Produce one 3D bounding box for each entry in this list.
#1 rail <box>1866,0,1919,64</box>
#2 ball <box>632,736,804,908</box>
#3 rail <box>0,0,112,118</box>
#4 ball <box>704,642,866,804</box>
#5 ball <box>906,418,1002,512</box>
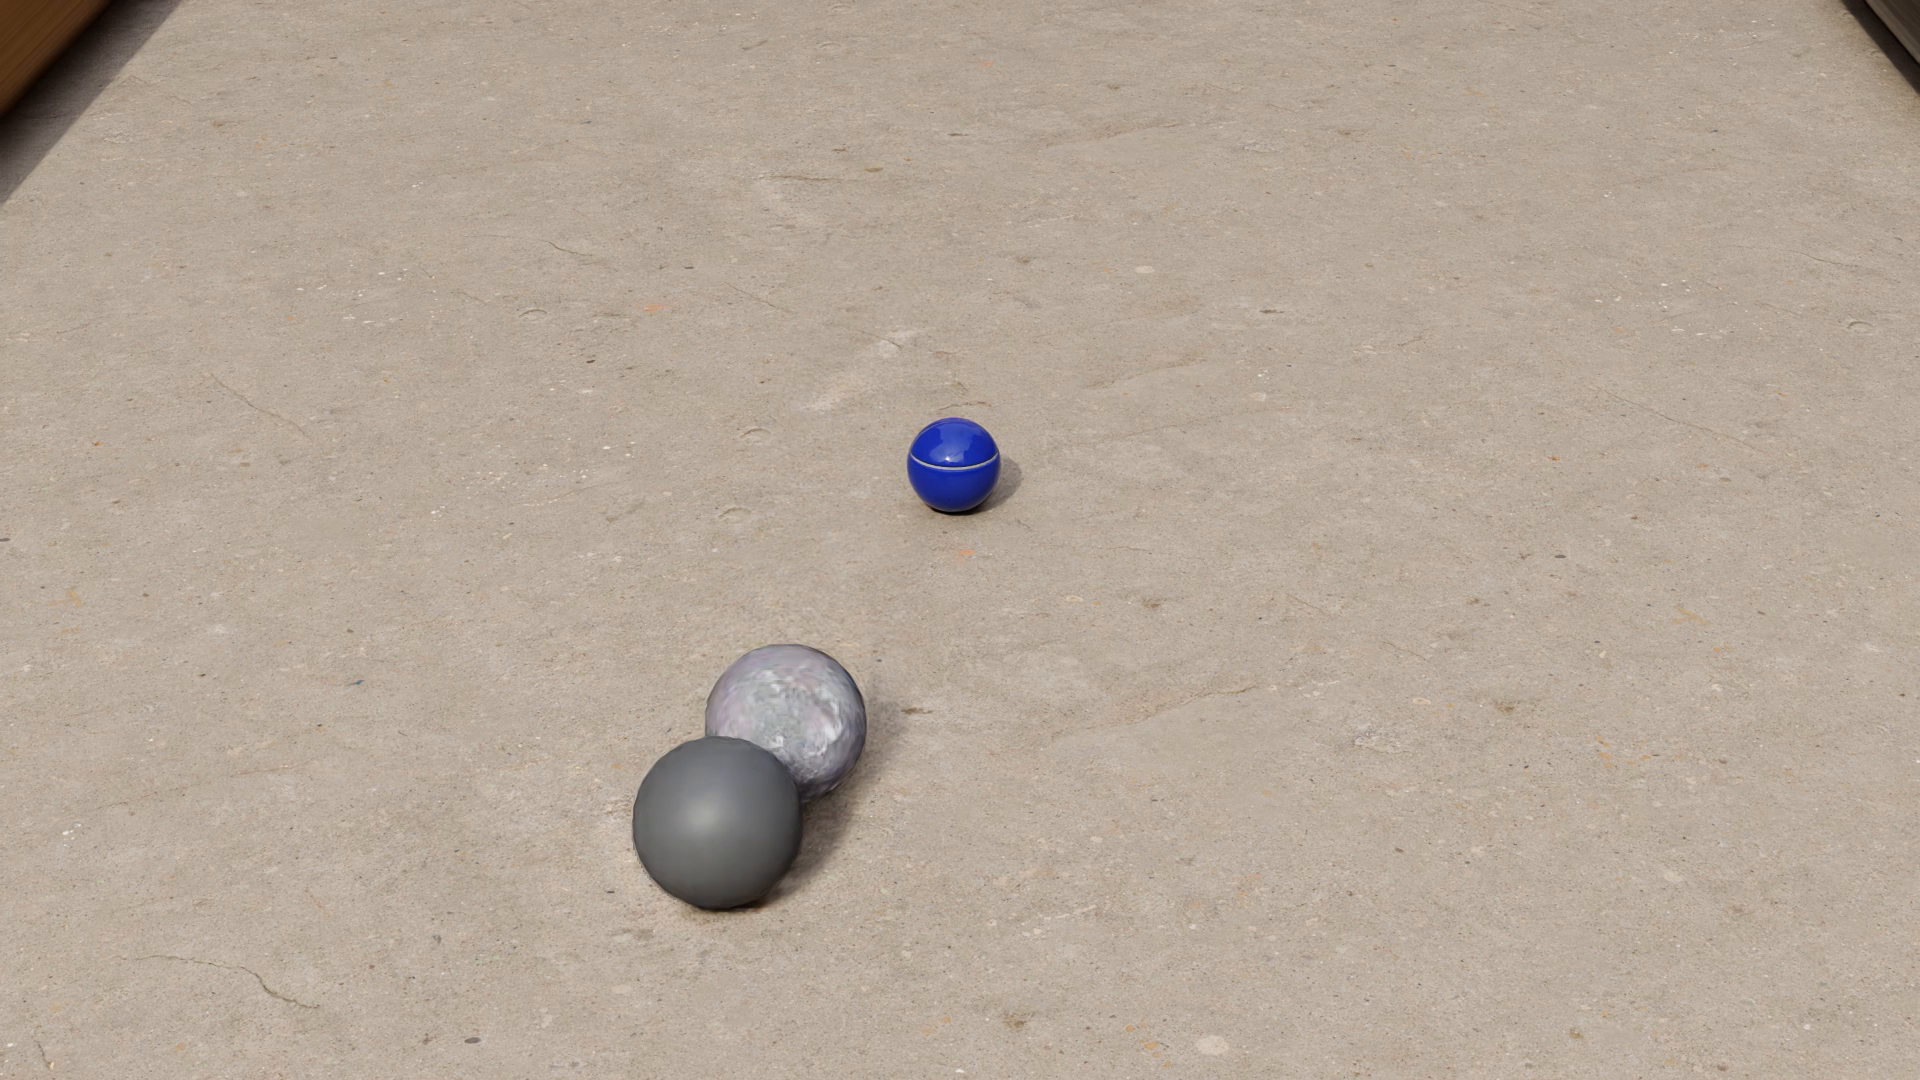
[{"bbox_3d":[0.873,-0.363,2.476,0.045,0.115,3.098,1,27,1],"label":"rail"},{"bbox_3d":[-0.125,0.145,1.517,0.089,0.089,0.089,0,27,0],"label":"ball"},{"bbox_3d":[-0.837,-0.381,2.512,0.045,0.115,3.098,1,27,1],"label":"rail"},{"bbox_3d":[-0.095,0.101,1.604,0.089,0.089,0.089,0,27,0],"label":"ball"},{"bbox_3d":[-0.004,-0.049,1.925,0.062,0.062,0.062,0,27,0],"label":"ball"}]
